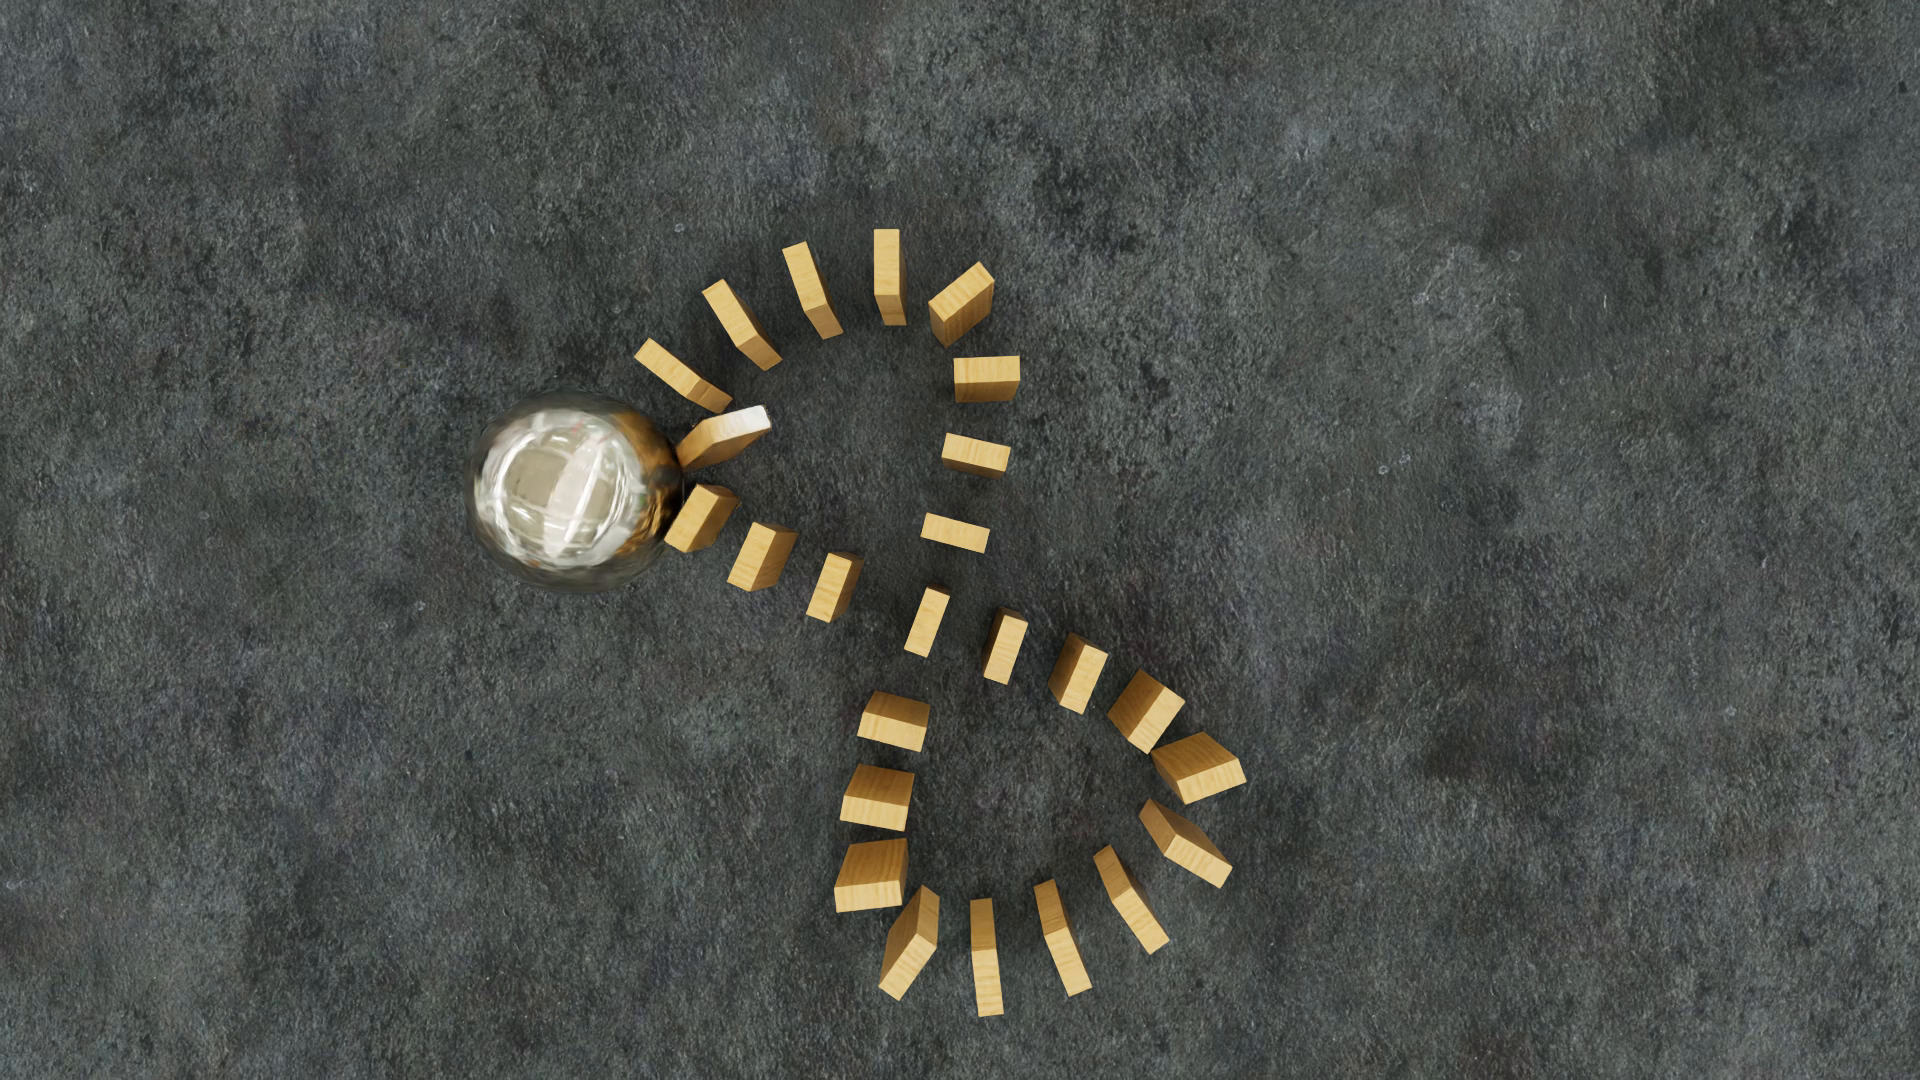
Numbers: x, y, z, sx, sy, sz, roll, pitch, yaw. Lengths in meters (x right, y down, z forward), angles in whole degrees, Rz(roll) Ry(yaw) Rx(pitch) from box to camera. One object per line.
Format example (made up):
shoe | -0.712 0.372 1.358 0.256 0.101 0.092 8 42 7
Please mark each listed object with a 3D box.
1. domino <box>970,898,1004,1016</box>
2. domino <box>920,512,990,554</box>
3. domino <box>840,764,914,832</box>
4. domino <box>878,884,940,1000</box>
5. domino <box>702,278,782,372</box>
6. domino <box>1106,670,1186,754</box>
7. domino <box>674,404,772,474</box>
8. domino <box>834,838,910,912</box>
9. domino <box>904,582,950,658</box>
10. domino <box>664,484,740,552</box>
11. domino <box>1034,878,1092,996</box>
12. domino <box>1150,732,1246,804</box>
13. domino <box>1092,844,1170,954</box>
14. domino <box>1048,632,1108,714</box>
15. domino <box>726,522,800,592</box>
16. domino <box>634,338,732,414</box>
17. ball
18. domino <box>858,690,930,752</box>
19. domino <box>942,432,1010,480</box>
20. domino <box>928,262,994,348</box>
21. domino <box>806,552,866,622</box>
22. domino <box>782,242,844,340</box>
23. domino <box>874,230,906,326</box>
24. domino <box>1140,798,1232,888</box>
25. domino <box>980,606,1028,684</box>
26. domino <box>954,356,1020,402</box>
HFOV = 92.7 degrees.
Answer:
domino | 0.011 0.169 0.375 0.009 0.050 0.025 -7 90 0
domino | -0.002 -0.003 0.375 0.025 0.050 0.009 15 90 0
domino | -0.033 0.104 0.375 0.025 0.050 0.009 10 90 0
domino | -0.020 0.163 0.375 0.009 0.050 0.025 36 90 0
domino | -0.088 -0.087 0.375 0.009 0.050 0.025 -32 90 0
domino | 0.075 0.069 0.375 0.009 0.050 0.025 36 90 0
domino | -0.099 -0.040 0.372 0.025 0.050 0.010 -22 92 -35
domino | -0.035 0.136 0.375 0.025 0.050 0.010 -7 90 0
domino | -0.013 0.032 0.375 0.009 0.050 0.025 21 90 0
domino | -0.105 -0.009 0.375 0.009 0.050 0.025 31 90 -5
domino | 0.041 0.161 0.375 0.009 0.050 0.025 -22 90 0
domino | 0.096 0.092 0.375 0.025 0.050 0.010 -20 90 0
domino | 0.069 0.146 0.375 0.009 0.050 0.025 -36 90 0
domino | 0.047 0.053 0.375 0.010 0.050 0.025 23 90 0
domino | -0.080 0.006 0.375 0.009 0.050 0.025 24 90 0
domino | -0.112 -0.066 0.375 0.025 0.050 0.010 38 90 0
ball | -0.150 -0.019 0.360 0.080 0.080 0.080 0 90 0
domino | -0.026 0.073 0.375 0.025 0.050 0.009 15 90 0
domino | 0.006 -0.034 0.375 0.025 0.050 0.010 13 90 0
domino | 0.001 -0.095 0.375 0.025 0.050 0.010 -39 90 0
domino | -0.050 0.018 0.375 0.010 0.050 0.025 20 90 0
domino | -0.059 -0.101 0.375 0.009 0.050 0.025 -19 90 0
domino | -0.028 -0.106 0.375 0.009 0.050 0.025 0 90 0
domino | 0.091 0.123 0.375 0.025 0.050 0.009 30 90 0
domino | 0.018 0.042 0.375 0.010 0.050 0.025 19 90 0
domino | 0.010 -0.065 0.375 0.025 0.050 0.009 -2 90 0
